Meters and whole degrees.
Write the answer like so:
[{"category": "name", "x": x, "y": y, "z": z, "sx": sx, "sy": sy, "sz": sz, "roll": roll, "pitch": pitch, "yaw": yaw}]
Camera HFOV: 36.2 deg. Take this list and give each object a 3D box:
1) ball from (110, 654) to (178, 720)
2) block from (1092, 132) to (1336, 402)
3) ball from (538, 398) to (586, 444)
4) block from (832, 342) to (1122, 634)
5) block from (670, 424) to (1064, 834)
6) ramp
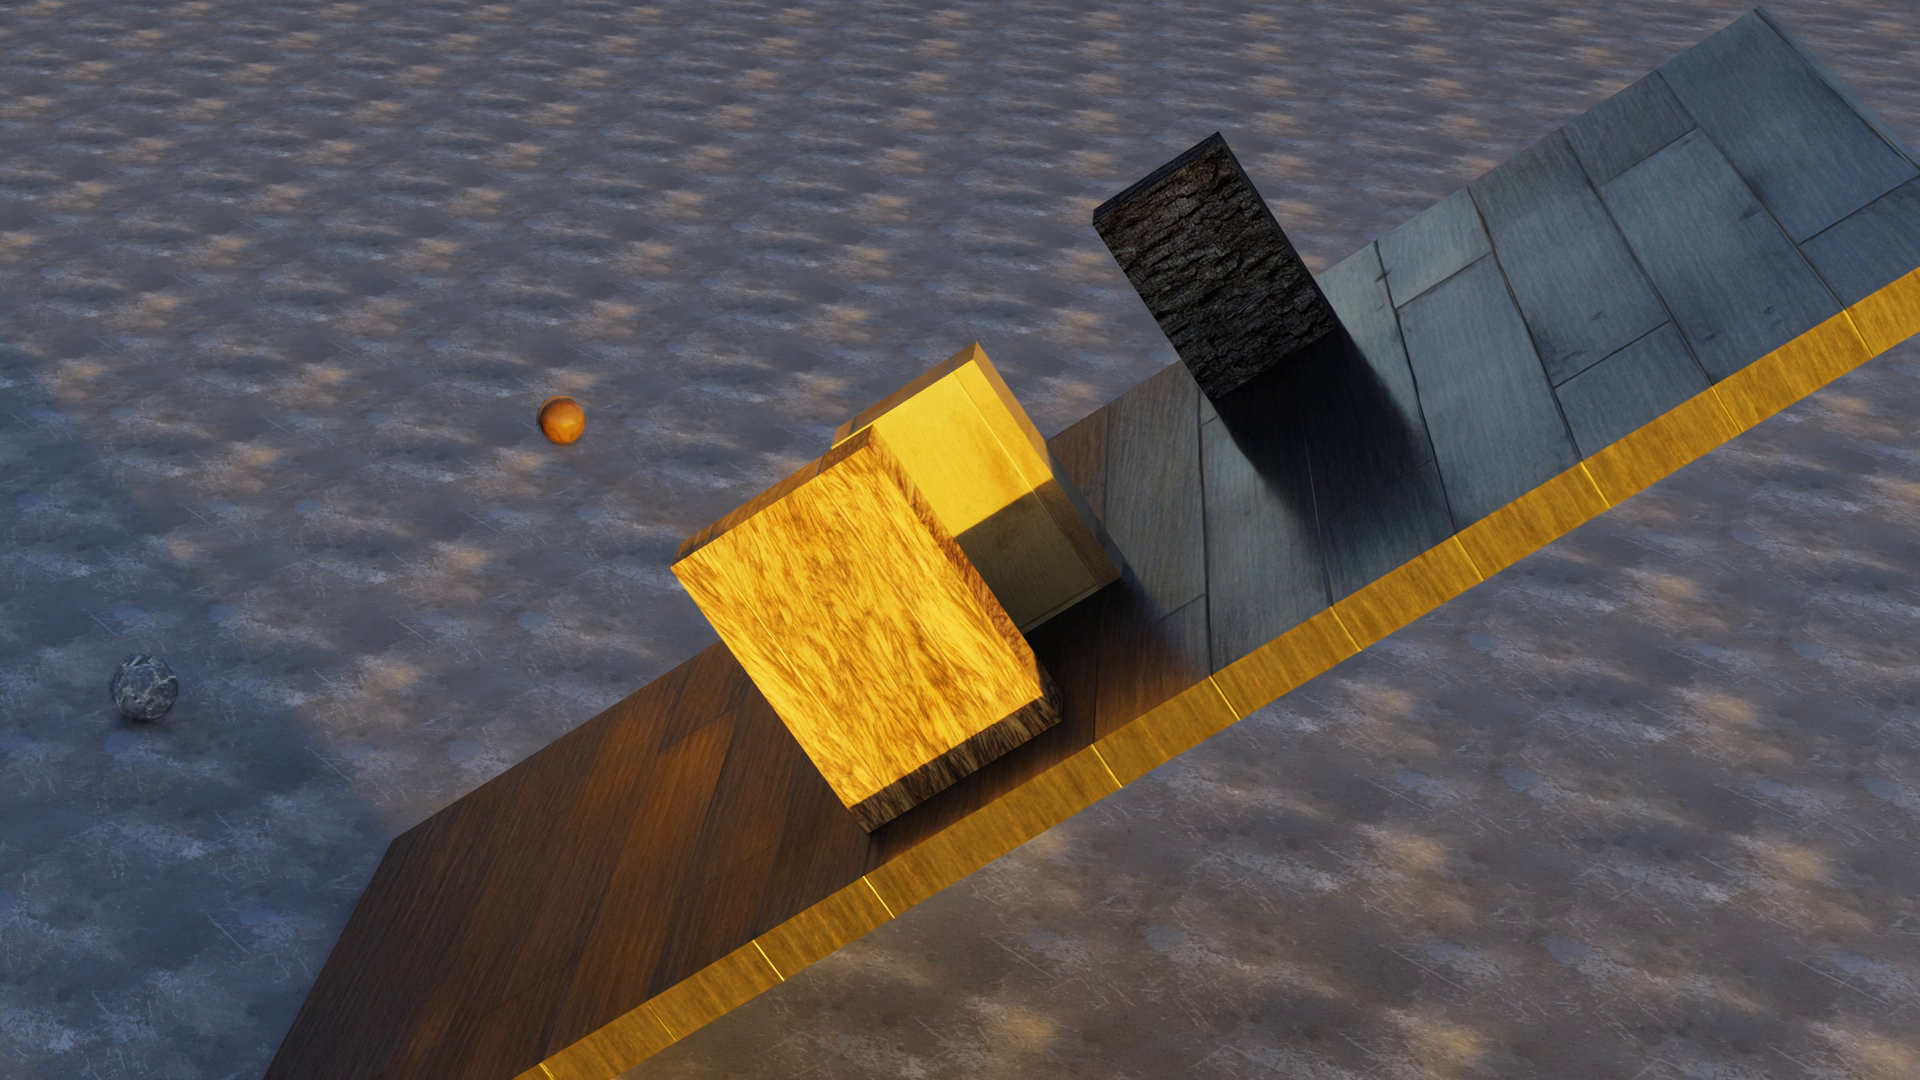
[{"category": "ball", "x": -2.388, "y": 0.432, "z": 8.615, "sx": 0.191, "sy": 0.191, "sz": 0.191, "roll": 0, "pitch": 21, "yaw": 0}, {"category": "block", "x": 0.573, "y": -0.613, "z": 6.615, "sx": 0.332, "sy": 0.493, "sz": 0.139, "roll": -31, "pitch": 16, "yaw": 14}, {"category": "ball", "x": -1.484, "y": -0.445, "z": 10.978, "sx": 0.173, "sy": 0.173, "sz": 0.173, "roll": 0, "pitch": 21, "yaw": 0}, {"category": "block", "x": 0.039, "y": -0.079, "z": 6.023, "sx": 0.344, "sy": 0.548, "sz": 0.127, "roll": -31, "pitch": 16, "yaw": 14}, {"category": "block", "x": -0.169, "y": 0.173, "z": 5.519, "sx": 0.443, "sy": 0.644, "sz": 0.125, "roll": -31, "pitch": 16, "yaw": 14}, {"category": "ramp", "x": 0.139, "y": 0.171, "z": 6.298, "sx": 4.000, "sy": 0.100, "sz": 2.000, "roll": -31, "pitch": 16, "yaw": 14}]
